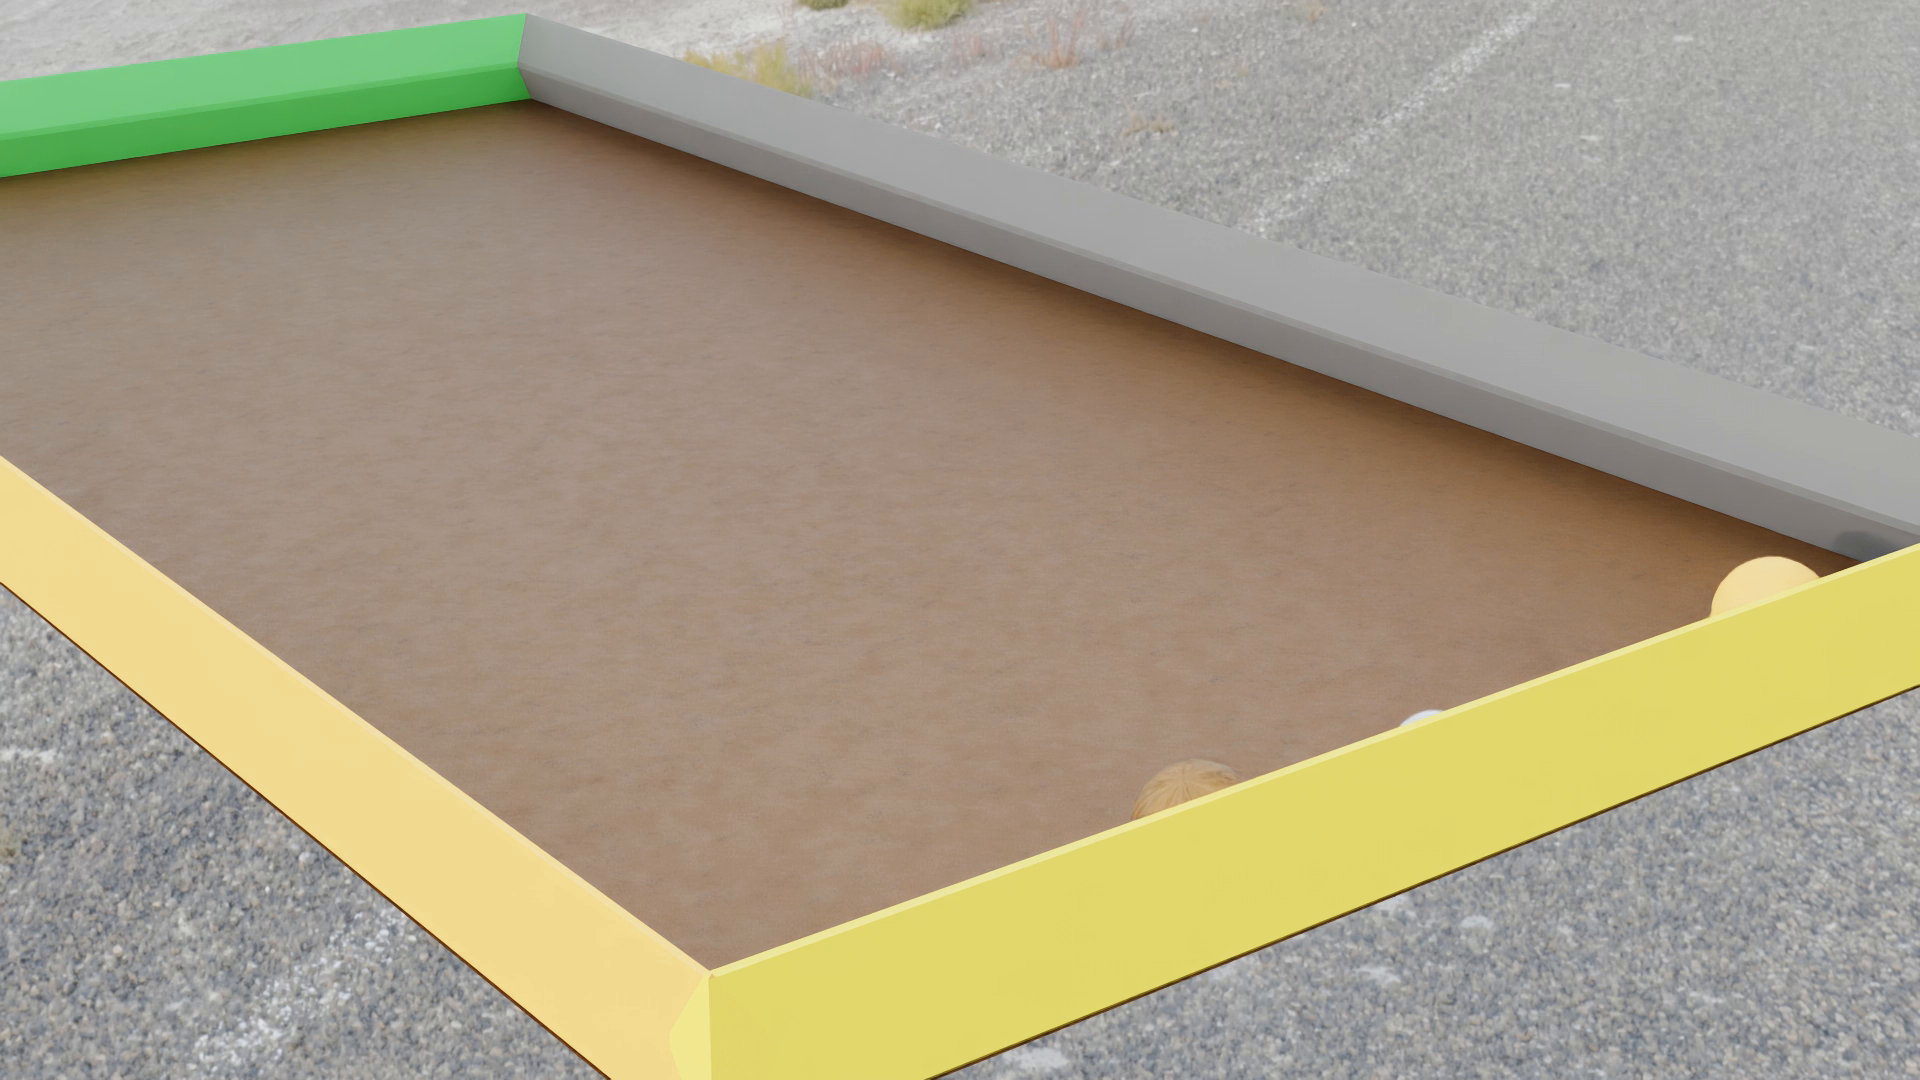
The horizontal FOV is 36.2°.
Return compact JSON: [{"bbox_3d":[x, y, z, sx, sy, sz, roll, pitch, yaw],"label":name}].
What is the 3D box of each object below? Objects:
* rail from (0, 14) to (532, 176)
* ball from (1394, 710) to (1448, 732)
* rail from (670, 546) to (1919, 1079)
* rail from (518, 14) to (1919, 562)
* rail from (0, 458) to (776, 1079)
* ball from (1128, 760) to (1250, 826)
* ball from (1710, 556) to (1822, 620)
[{"bbox_3d":[-1.174,-0.575,4.022,1.357,0.127,0.045,-15,26,-34],"label":"rail"},{"bbox_3d":[0.351,0.163,2.164,0.076,0.076,0.076,0,21,0],"label":"ball"},{"bbox_3d":[0.382,0.156,2.108,1.357,0.127,0.045,-15,26,-34],"label":"rail"},{"bbox_3d":[0.125,-0.351,3.435,0.045,0.127,2.619,-15,26,-34],"label":"rail"},{"bbox_3d":[-0.917,-0.068,2.695,0.045,0.127,2.619,-15,26,-34],"label":"rail"},{"bbox_3d":[0.165,0.200,2.041,0.095,0.095,0.095,0,21,0],"label":"ball"},{"bbox_3d":[0.662,0.063,2.397,0.098,0.098,0.098,0,21,0],"label":"ball"}]
